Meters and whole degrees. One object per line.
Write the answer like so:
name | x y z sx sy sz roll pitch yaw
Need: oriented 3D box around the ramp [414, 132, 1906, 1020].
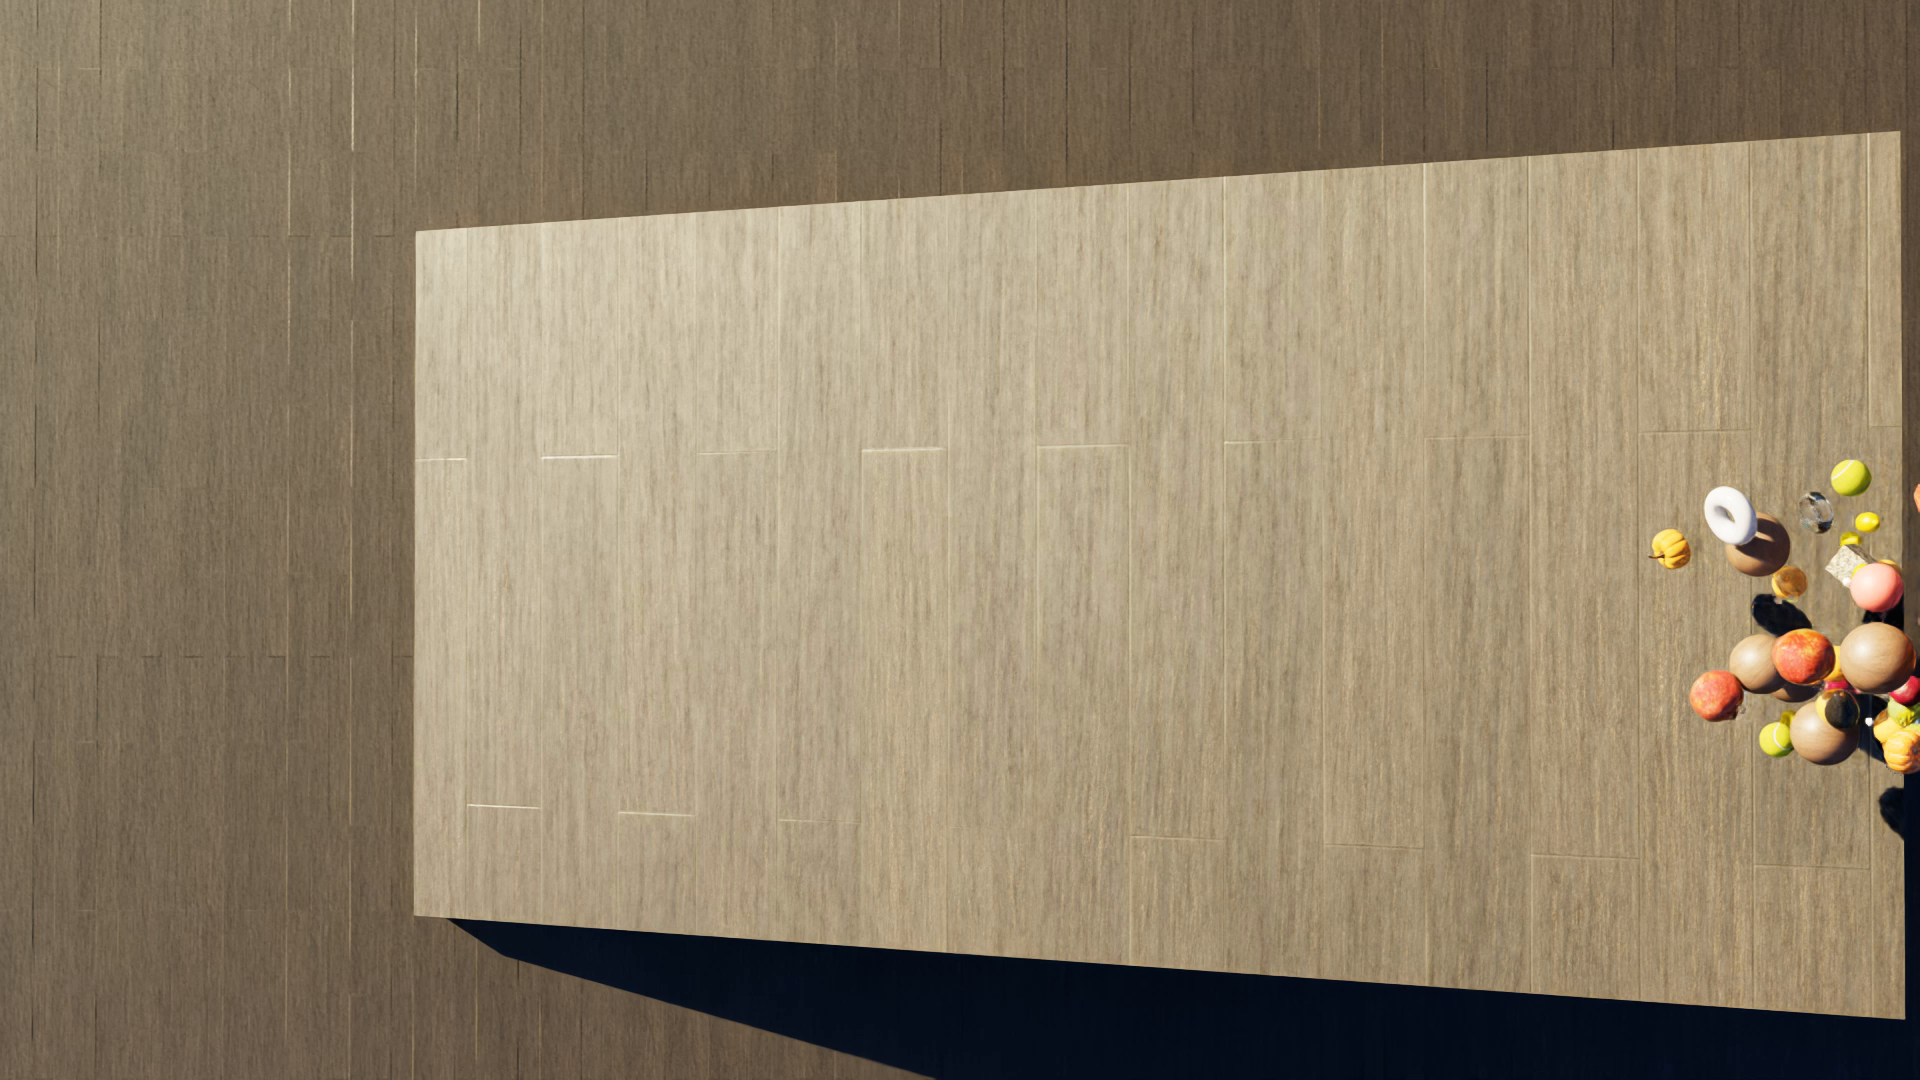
ramp | 0.283 0.087 5.737 4.000 0.100 2.000 0 89 22

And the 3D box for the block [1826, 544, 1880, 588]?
block | 1.853 0.054 4.565 0.064 0.064 0.064 47 121 32

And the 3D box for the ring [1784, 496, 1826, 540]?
ring | 1.781 -0.046 4.636 0.095 0.032 0.095 1 80 -4

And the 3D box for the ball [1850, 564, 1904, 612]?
ball | 1.711 0.089 4.103 0.092 0.092 0.092 0 89 0

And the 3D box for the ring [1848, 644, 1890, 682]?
ring | 1.842 0.251 4.459 0.032 0.096 0.096 44 89 4

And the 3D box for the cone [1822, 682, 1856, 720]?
cone | 1.892 0.342 4.760 0.072 0.072 0.072 -22 99 0
